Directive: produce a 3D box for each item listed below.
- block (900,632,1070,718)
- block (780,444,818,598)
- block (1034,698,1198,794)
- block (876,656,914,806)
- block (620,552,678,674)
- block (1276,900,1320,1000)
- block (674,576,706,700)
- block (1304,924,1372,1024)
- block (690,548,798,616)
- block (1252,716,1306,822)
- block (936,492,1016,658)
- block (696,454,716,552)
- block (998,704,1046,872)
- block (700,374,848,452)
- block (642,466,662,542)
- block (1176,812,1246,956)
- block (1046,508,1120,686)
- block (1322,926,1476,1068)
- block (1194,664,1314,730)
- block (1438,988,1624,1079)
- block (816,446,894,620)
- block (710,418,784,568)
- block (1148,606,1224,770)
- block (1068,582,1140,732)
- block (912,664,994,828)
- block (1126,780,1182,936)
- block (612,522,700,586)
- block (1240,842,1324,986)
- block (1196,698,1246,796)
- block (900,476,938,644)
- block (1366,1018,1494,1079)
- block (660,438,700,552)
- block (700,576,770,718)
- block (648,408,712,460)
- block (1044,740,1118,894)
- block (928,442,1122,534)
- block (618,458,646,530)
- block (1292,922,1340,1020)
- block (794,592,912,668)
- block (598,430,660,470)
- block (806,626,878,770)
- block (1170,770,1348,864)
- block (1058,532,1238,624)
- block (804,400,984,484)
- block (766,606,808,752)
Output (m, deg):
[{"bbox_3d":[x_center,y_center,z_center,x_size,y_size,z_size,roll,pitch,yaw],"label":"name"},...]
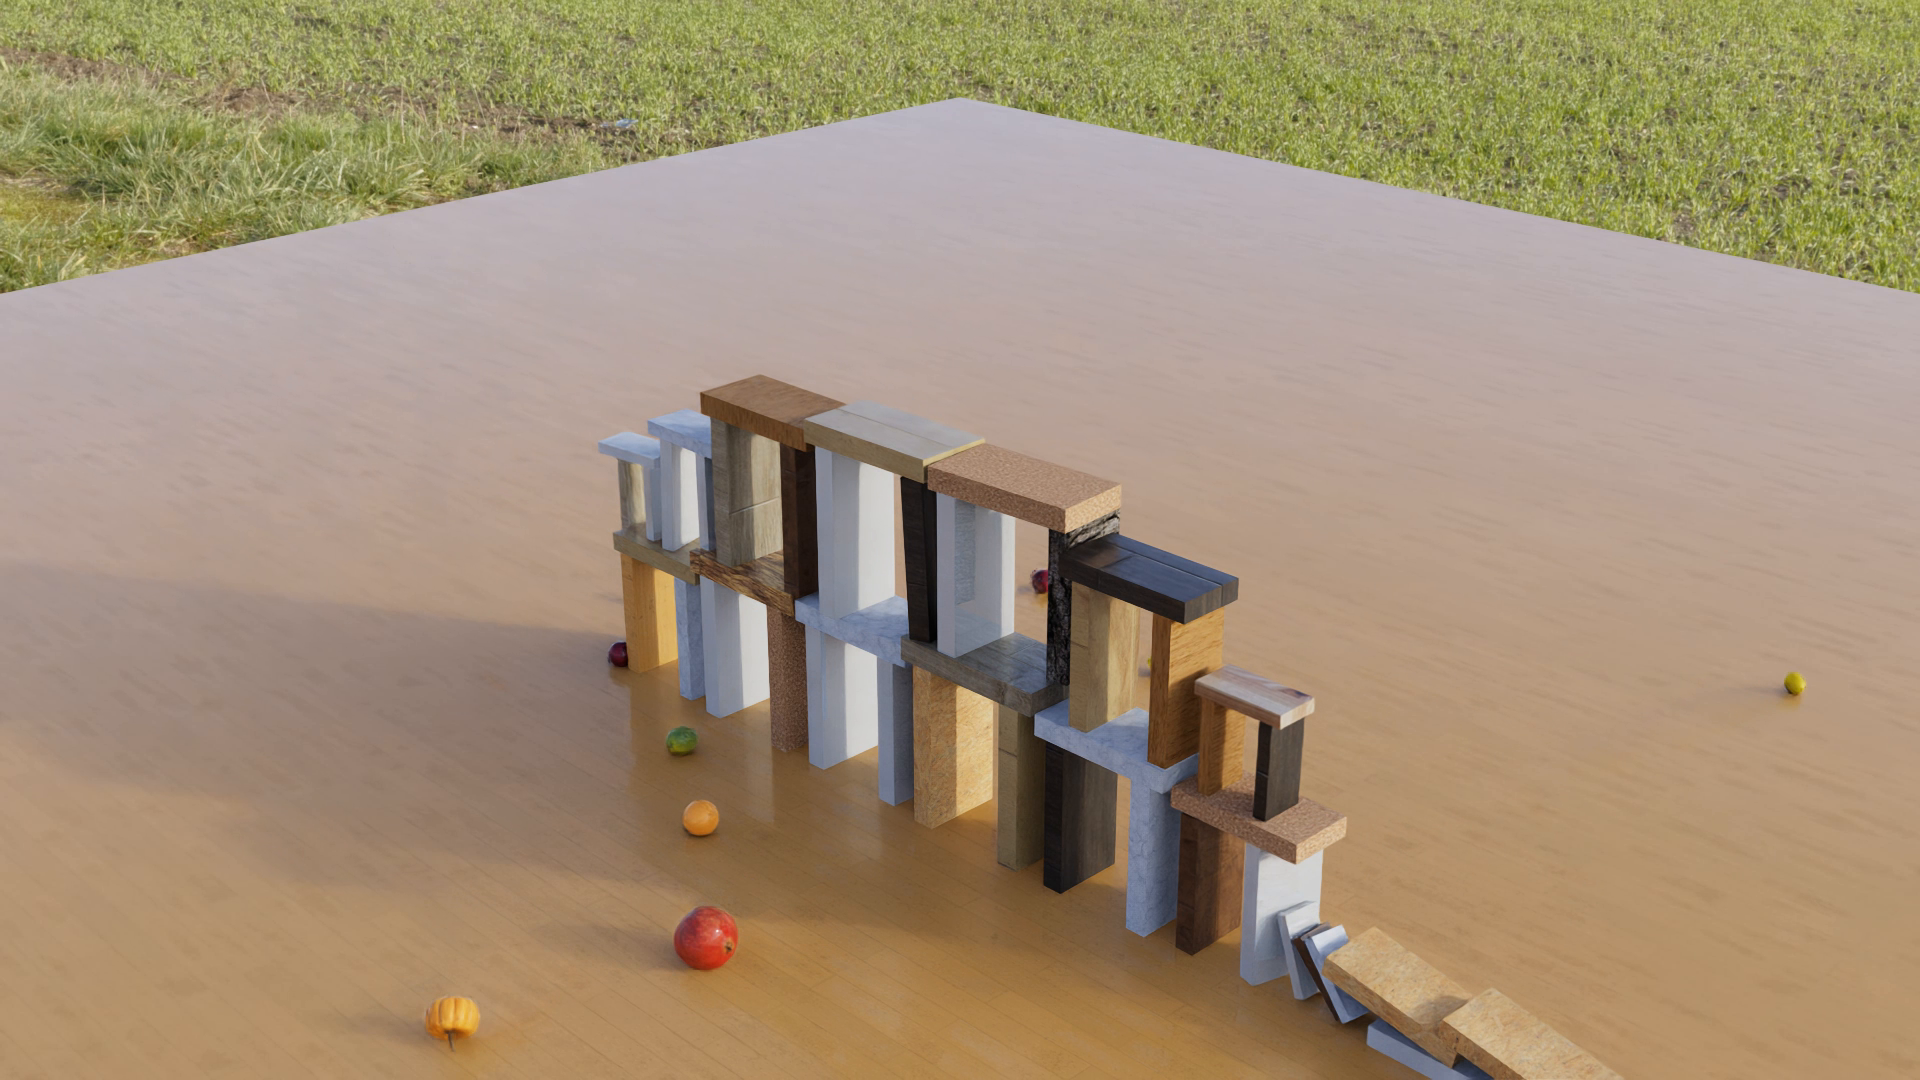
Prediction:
[{"bbox_3d":[0.070,0.235,4.249,0.349,0.049,0.175,21,31,41],"label":"block"},{"bbox_3d":[-0.288,-0.060,4.516,0.046,0.328,0.164,21,31,40],"label":"block"},{"bbox_3d":[0.304,0.366,4.043,0.156,0.044,0.312,-21,31,-40],"label":"block"},{"bbox_3d":[-0.093,0.365,4.486,0.046,0.323,0.162,21,31,41],"label":"block"},{"bbox_3d":[-0.699,0.148,5.043,0.041,0.289,0.144,21,31,41],"label":"block"},{"bbox_3d":[0.607,0.721,3.868,0.077,0.154,0.022,-17,7,-35],"label":"block"},{"bbox_3d":[-0.563,0.201,4.918,0.144,0.289,0.041,-21,31,-40],"label":"block"},{"bbox_3d":[0.662,0.752,3.810,0.077,0.154,0.022,-13,-18,-37],"label":"block"},{"bbox_3d":[-0.407,0.068,4.694,0.331,0.047,0.166,21,31,41],"label":"block"},{"bbox_3d":[0.551,0.385,3.795,0.094,0.187,0.027,-21,31,-40],"label":"block"},{"bbox_3d":[0.031,0.046,4.211,0.047,0.329,0.164,21,31,41],"label":"block"},{"bbox_3d":[-0.513,-0.095,4.739,0.031,0.217,0.108,21,31,41],"label":"block"},{"bbox_3d":[0.152,0.451,4.251,0.049,0.349,0.175,21,31,41],"label":"block"},{"bbox_3d":[-0.365,-0.263,4.514,0.328,0.046,0.164,21,31,40],"label":"block"},{"bbox_3d":[-0.660,-0.094,4.911,0.089,0.177,0.025,-21,31,-40],"label":"block"},{"bbox_3d":[0.456,0.600,3.989,0.040,0.280,0.140,21,31,41],"label":"block"},{"bbox_3d":[0.230,0.090,4.107,0.047,0.329,0.164,17,28,34],"label":"block"},{"bbox_3d":[0.765,0.771,3.725,0.138,0.039,0.275,-21,42,-40],"label":"block"},{"bbox_3d":[0.508,0.269,3.794,0.094,0.027,0.187,-21,31,-40],"label":"block"},{"bbox_3d":[0.929,0.843,3.565,0.138,0.039,0.275,-20,40,-38],"label":"block"},{"bbox_3d":[-0.210,-0.035,4.434,0.047,0.364,0.167,21,31,40],"label":"block"},{"bbox_3d":[-0.443,-0.121,4.657,0.046,0.328,0.164,21,31,41],"label":"block"},{"bbox_3d":[0.400,0.246,3.894,0.146,0.292,0.041,-21,31,-40],"label":"block"},{"bbox_3d":[0.266,0.192,4.020,0.041,0.292,0.146,21,30,40],"label":"block"},{"bbox_3d":[-0.013,0.387,4.402,0.049,0.349,0.175,21,31,41],"label":"block"},{"bbox_3d":[0.378,0.559,4.045,0.044,0.312,0.156,21,31,41],"label":"block"},{"bbox_3d":[-0.629,0.022,4.918,0.289,0.041,0.144,21,31,40],"label":"block"},{"bbox_3d":[0.569,0.642,3.890,0.140,0.280,0.040,-12,25,-27],"label":"block"},{"bbox_3d":[0.462,0.350,3.877,0.094,0.187,0.027,-21,31,-40],"label":"block"},{"bbox_3d":[-0.042,0.013,4.278,0.047,0.334,0.167,10,24,30],"label":"block"},{"bbox_3d":[0.887,0.880,3.636,0.138,0.039,0.419,-21,31,-40],"label":"block"},{"bbox_3d":[-0.615,-0.117,4.852,0.031,0.265,0.108,14,27,25],"label":"block"},{"bbox_3d":[-0.486,0.211,4.839,0.047,0.331,0.166,21,31,41],"label":"block"},{"bbox_3d":[-0.563,-0.230,4.739,0.217,0.031,0.108,22,31,40],"label":"block"},{"bbox_3d":[0.230,0.501,4.180,0.044,0.312,0.156,21,31,41],"label":"block"},{"bbox_3d":[0.118,-0.099,4.073,0.328,0.047,0.164,19,29,37],"label":"block"},{"bbox_3d":[-0.731,0.021,5.062,0.025,0.507,0.089,20,30,39],"label":"block"},{"bbox_3d":[0.648,0.750,3.831,0.077,0.154,0.022,-20,-14,-38],"label":"block"},{"bbox_3d":[-0.168,0.166,4.484,0.323,0.046,0.162,21,31,40],"label":"block"},{"bbox_3d":[-0.713,-0.201,4.903,0.177,0.025,0.089,17,28,35],"label":"block"},{"bbox_3d":[-0.245,0.306,4.626,0.046,0.323,0.162,21,31,41],"label":"block"},{"bbox_3d":[0.524,0.477,3.869,0.140,0.040,0.280,-21,30,-40],"label":"block"},{"bbox_3d":[0.332,0.065,3.893,0.146,0.041,0.292,-21,31,-41],"label":"block"},{"bbox_3d":[-0.130,-0.195,4.281,0.334,0.047,0.167,20,30,40],"label":"block"},{"bbox_3d":[-0.329,0.272,4.696,0.047,0.331,0.166,21,31,41],"label":"block"}]
